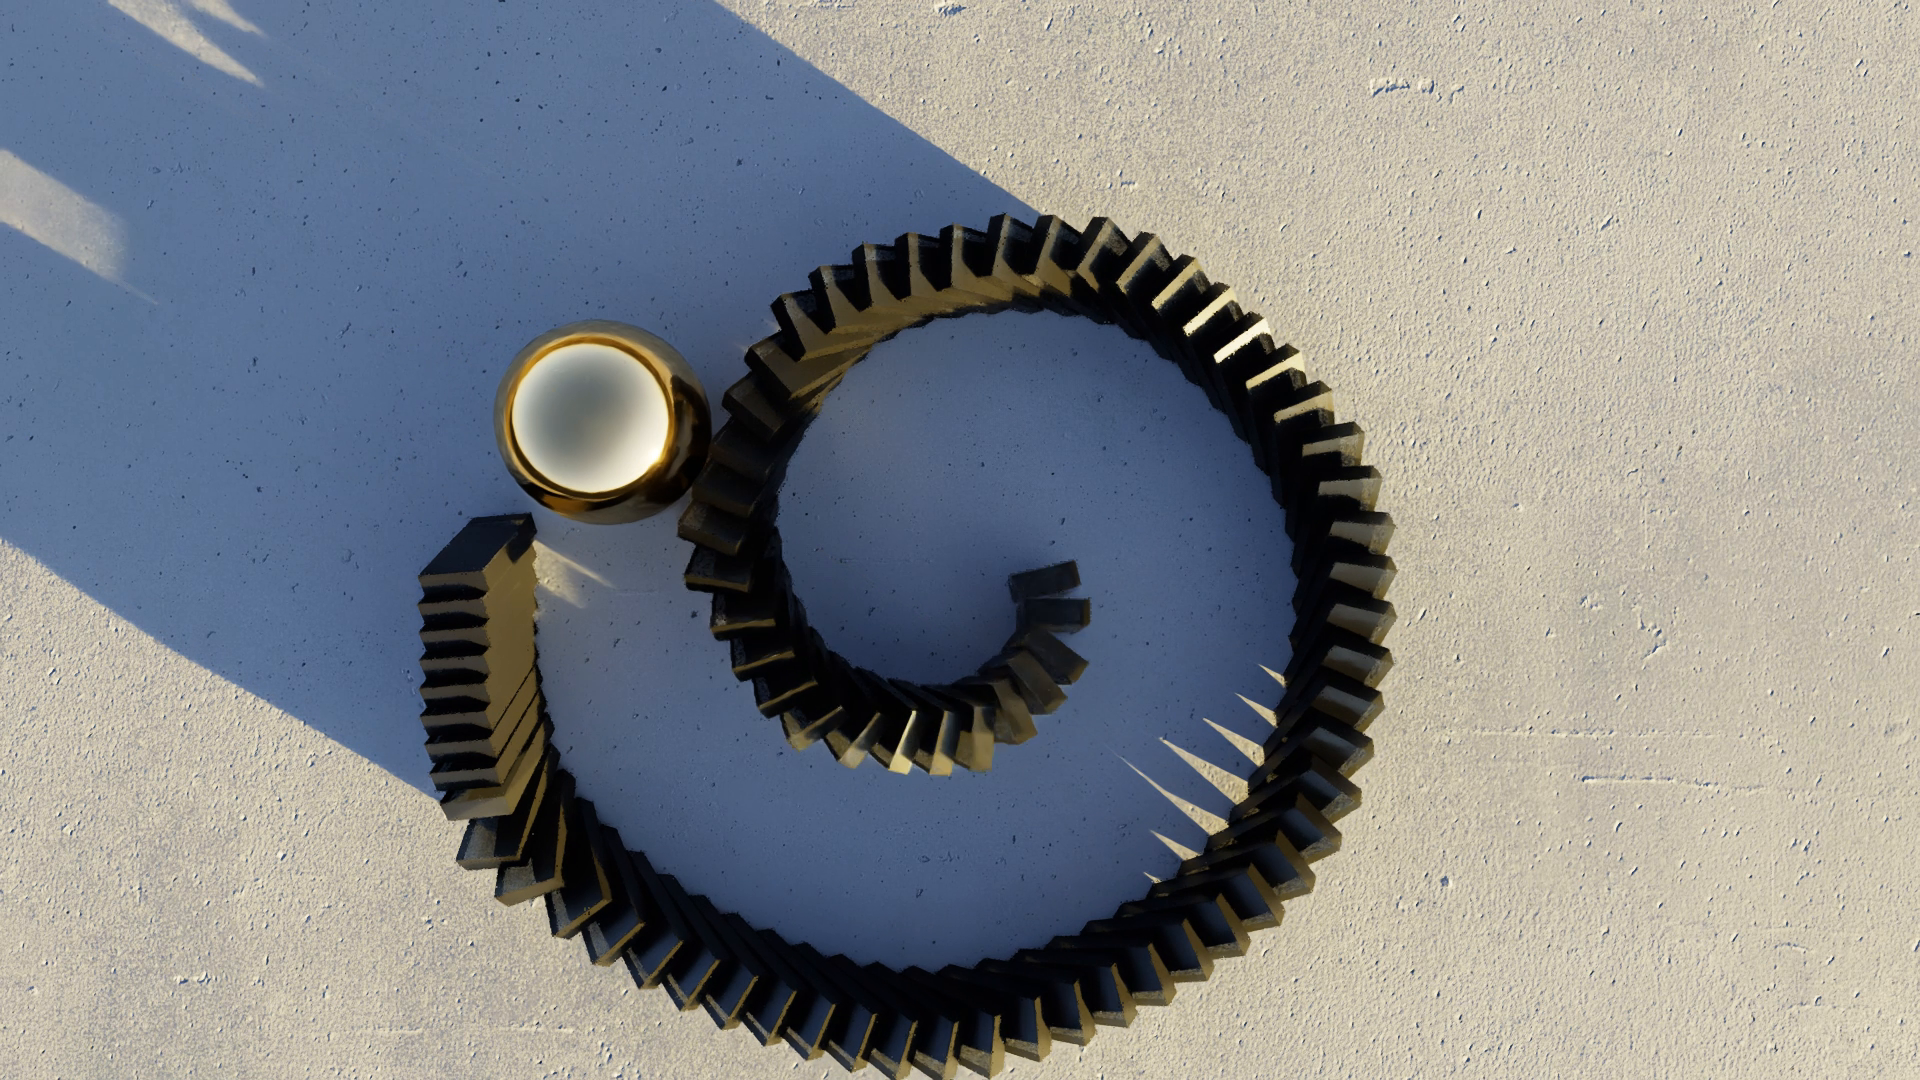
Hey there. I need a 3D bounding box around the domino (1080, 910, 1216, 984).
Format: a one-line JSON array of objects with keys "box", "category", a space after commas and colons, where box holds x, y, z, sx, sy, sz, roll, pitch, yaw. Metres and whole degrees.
[{"box": [0.077, 0.171, 0.381, 0.050, 0.010, 0.025, -24, 90, 36], "category": "domino"}]

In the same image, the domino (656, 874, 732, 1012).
[{"box": [-0.118, 0.167, 0.382, 0.050, 0.010, 0.025, 35, 90, 36], "category": "domino"}]

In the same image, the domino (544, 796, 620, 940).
[{"box": [-0.160, 0.135, 0.381, 0.025, 0.010, 0.050, -36, 52, 0], "category": "domino"}]

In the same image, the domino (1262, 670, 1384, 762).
[{"box": [0.150, 0.078, 0.381, 0.025, 0.009, 0.050, 22, 126, 0], "category": "domino"}]

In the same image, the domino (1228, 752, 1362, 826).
[{"box": [0.138, 0.111, 0.381, 0.025, 0.010, 0.050, 37, 127, 0], "category": "domino"}]

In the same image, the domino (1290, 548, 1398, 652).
[{"box": [0.158, 0.027, 0.381, 0.025, 0.010, 0.050, 8, 127, 0], "category": "domino"}]

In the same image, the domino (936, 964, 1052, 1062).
[{"box": [0.013, 0.196, 0.381, 0.050, 0.010, 0.025, -5, 90, 37], "category": "domino"}]

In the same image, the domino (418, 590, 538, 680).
[{"box": [-0.196, 0.038, 0.376, 0.025, 0.050, 0.009, -5, 118, 0], "category": "domino"}]

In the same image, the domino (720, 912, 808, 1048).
[{"box": [-0.087, 0.182, 0.382, 0.050, 0.009, 0.025, 27, 90, 36], "category": "domino"}]

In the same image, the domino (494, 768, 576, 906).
[{"box": [-0.175, 0.122, 0.379, 0.025, 0.009, 0.050, -19, 46, 1], "category": "domino"}]

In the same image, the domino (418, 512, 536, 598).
[{"box": [-0.196, 0.005, 0.376, 0.025, 0.050, 0.010, -5, 118, 0], "category": "domino"}]

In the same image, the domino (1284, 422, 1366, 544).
[{"box": [0.151, -0.023, 0.381, 0.025, 0.010, 0.050, -11, 127, 0], "category": "domino"}]

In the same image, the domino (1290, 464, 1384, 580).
[{"box": [0.156, -0.007, 0.381, 0.025, 0.010, 0.050, -4, 127, -1], "category": "domino"}]

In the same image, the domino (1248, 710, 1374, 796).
[{"box": [0.145, 0.095, 0.381, 0.025, 0.010, 0.050, 28, 127, 0], "category": "domino"}]

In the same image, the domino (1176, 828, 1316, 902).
[{"box": [0.118, 0.140, 0.381, 0.050, 0.010, 0.025, -37, 91, 37], "category": "domino"}]

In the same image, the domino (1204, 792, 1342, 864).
[{"box": [0.129, 0.126, 0.381, 0.025, 0.010, 0.050, 44, 127, 0], "category": "domino"}]

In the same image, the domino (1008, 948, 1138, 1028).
[{"box": [0.046, 0.186, 0.382, 0.050, 0.009, 0.025, -15, 90, 36], "category": "domino"}]

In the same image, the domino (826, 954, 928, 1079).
[{"box": [-0.039, 0.198, 0.381, 0.050, 0.009, 0.025, 18, 91, 36], "category": "domino"}]

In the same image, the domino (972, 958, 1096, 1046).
[{"box": [0.030, 0.192, 0.381, 0.050, 0.009, 0.025, -11, 90, 36], "category": "domino"}]

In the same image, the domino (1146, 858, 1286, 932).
[{"box": [0.106, 0.151, 0.381, 0.050, 0.009, 0.025, -32, 91, 36], "category": "domino"}]

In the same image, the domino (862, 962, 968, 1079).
[{"box": [-0.022, 0.200, 0.381, 0.050, 0.009, 0.025, 12, 91, 37], "category": "domino"}]

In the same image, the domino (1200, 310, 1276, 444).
[{"box": [0.121, -0.067, 0.381, 0.025, 0.010, 0.050, -36, 127, 0], "category": "domino"}]

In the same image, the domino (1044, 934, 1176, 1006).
[{"box": [0.062, 0.179, 0.382, 0.050, 0.009, 0.025, -20, 90, 36], "category": "domino"}]

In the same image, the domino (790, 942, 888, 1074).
[{"box": [-0.055, 0.193, 0.381, 0.050, 0.010, 0.025, 21, 90, 36], "category": "domino"}]

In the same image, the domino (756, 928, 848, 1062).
[{"box": [-0.072, 0.188, 0.381, 0.050, 0.010, 0.025, 24, 90, 36], "category": "domino"}]

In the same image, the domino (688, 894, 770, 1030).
[{"box": [-0.103, 0.175, 0.382, 0.050, 0.010, 0.025, 31, 90, 36], "category": "domino"}]

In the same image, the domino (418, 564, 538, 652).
[{"box": [-0.196, 0.027, 0.376, 0.025, 0.050, 0.009, -5, 118, 0], "category": "domino"}]

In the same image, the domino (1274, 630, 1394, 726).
[{"box": [0.155, 0.062, 0.381, 0.025, 0.010, 0.050, 18, 126, 0], "category": "domino"}]

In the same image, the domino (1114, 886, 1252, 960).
[{"box": [0.092, 0.162, 0.381, 0.050, 0.010, 0.025, -28, 90, 36], "category": "domino"}]

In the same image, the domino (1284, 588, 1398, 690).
[{"box": [0.157, 0.045, 0.381, 0.025, 0.009, 0.050, 13, 127, 0], "category": "domino"}]

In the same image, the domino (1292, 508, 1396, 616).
[{"box": [0.159, 0.011, 0.381, 0.025, 0.009, 0.050, 5, 127, -1], "category": "domino"}]

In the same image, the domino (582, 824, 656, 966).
[{"box": [-0.148, 0.147, 0.381, 0.025, 0.010, 0.050, -42, 53, 0], "category": "domino"}]

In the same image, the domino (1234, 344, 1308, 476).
[{"box": [0.132, -0.053, 0.381, 0.025, 0.010, 0.050, -28, 127, 0], "category": "domino"}]

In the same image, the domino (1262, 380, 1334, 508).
[{"box": [0.142, -0.039, 0.381, 0.025, 0.010, 0.050, -22, 128, 0], "category": "domino"}]

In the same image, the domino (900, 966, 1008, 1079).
[{"box": [-0.004, 0.200, 0.381, 0.050, 0.010, 0.025, 5, 90, 37], "category": "domino"}]

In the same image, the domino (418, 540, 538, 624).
[{"box": [-0.196, 0.016, 0.376, 0.025, 0.050, 0.009, -5, 118, 0], "category": "domino"}]

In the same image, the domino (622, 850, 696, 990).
[{"box": [-0.133, 0.157, 0.382, 0.025, 0.010, 0.050, -50, 54, 0], "category": "domino"}]
